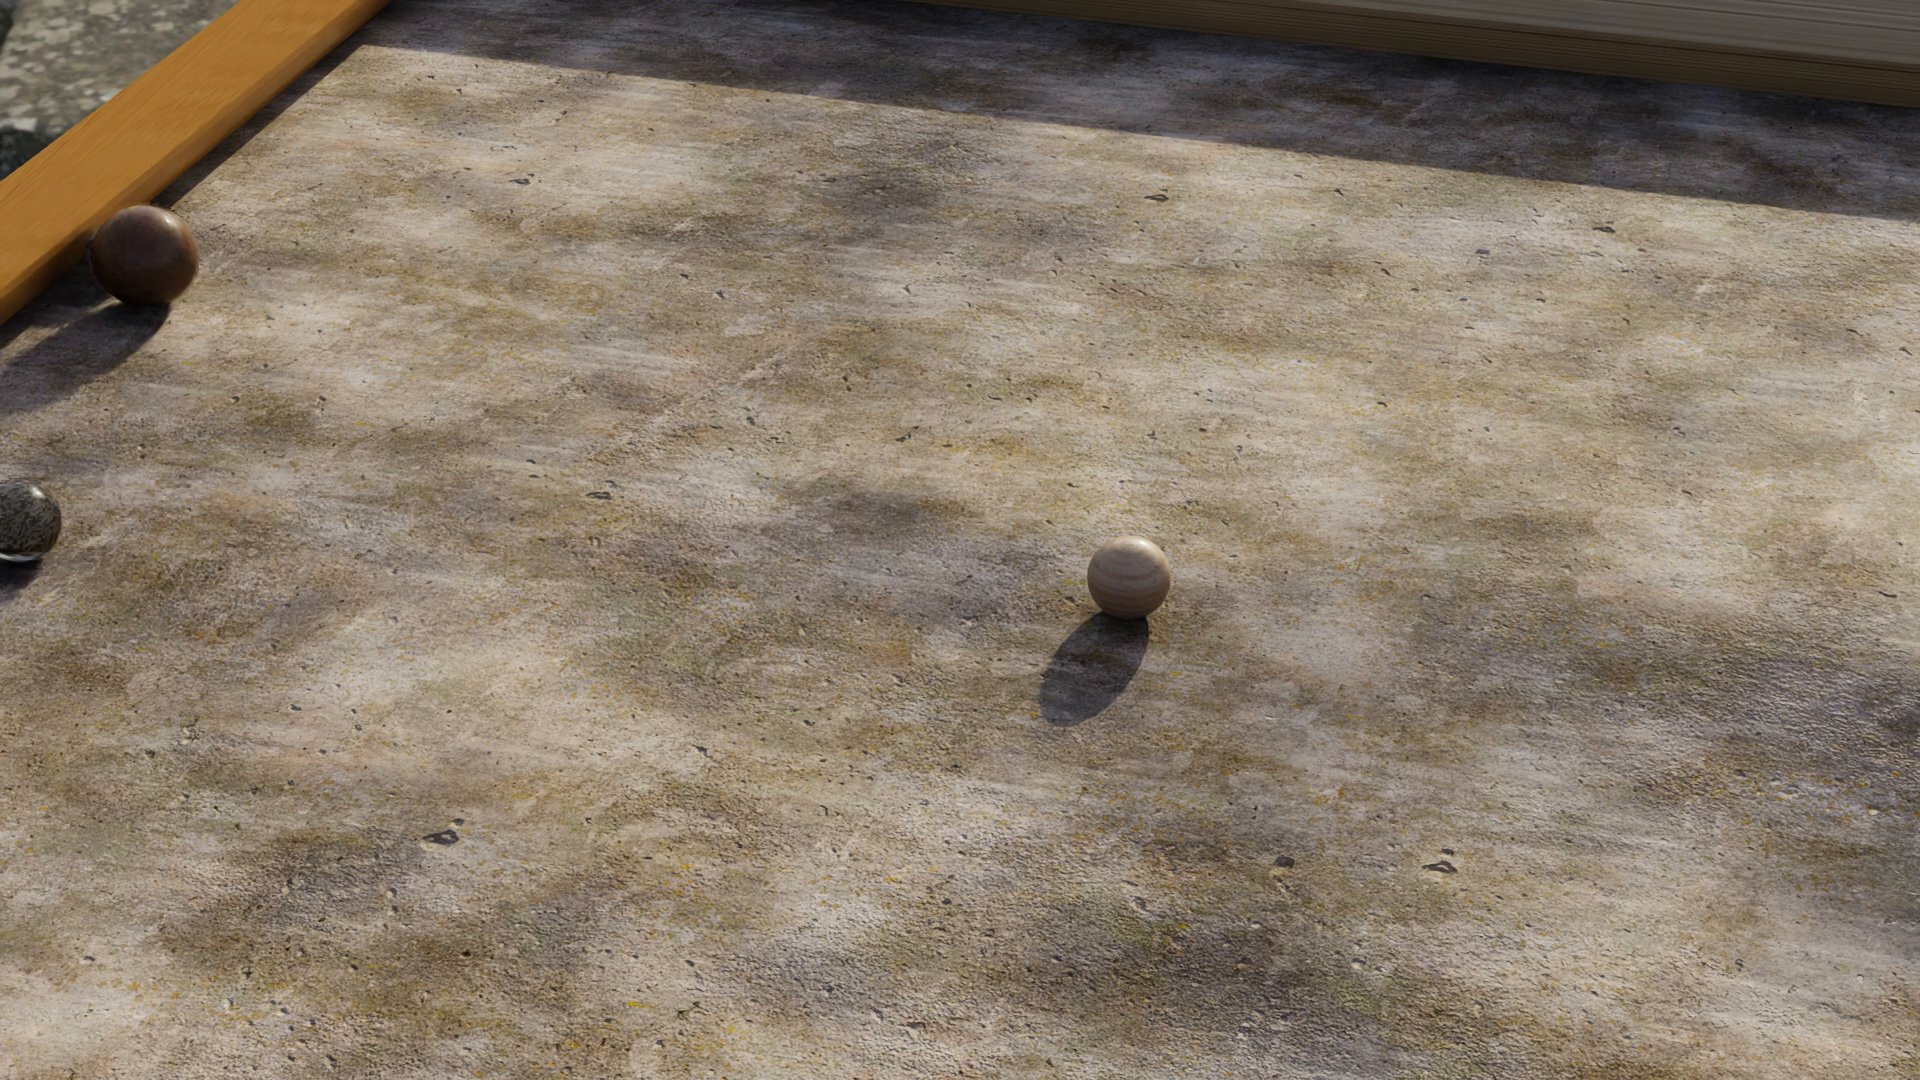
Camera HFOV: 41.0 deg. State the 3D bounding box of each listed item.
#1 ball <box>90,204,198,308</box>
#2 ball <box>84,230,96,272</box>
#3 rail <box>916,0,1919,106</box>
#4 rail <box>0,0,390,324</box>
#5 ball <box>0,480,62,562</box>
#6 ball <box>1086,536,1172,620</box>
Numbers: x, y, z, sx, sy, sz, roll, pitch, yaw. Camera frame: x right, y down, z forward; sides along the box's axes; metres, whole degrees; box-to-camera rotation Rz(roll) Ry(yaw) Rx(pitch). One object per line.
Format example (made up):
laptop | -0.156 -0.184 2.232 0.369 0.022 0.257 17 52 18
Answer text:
ball | -0.755 -0.263 2.376 0.095 0.095 0.095 0 34 0
ball | -0.805 -0.273 2.432 0.049 0.049 0.049 0 34 0
rail | 1.219 -0.476 2.667 3.842 0.123 0.045 9 35 13
rail | -0.903 -0.166 2.204 0.045 0.123 2.250 9 35 13
ball | -0.745 -0.015 2.033 0.065 0.065 0.065 0 34 0
ball | 0.130 0.029 1.967 0.065 0.065 0.065 0 34 0
